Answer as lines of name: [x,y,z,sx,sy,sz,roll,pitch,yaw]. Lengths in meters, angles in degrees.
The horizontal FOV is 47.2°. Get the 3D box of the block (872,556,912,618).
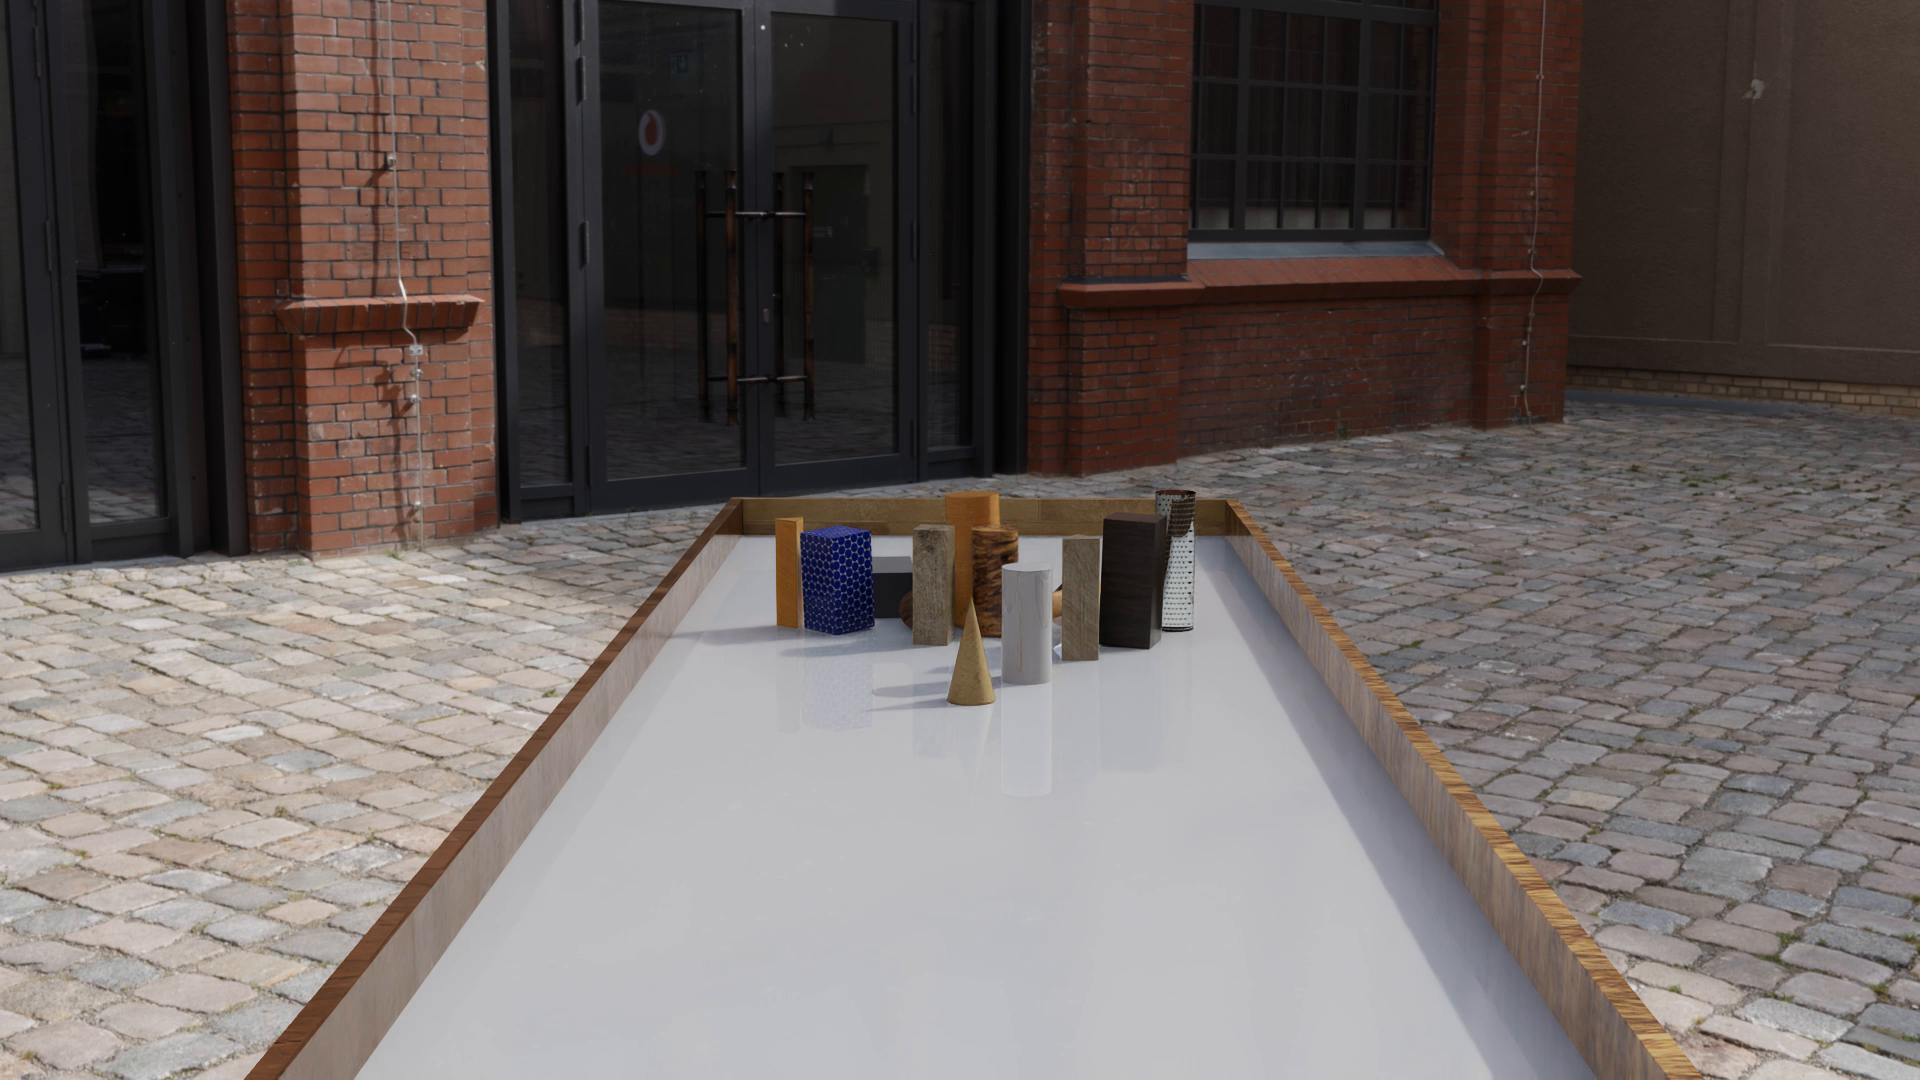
block: [-0.238,0.159,7.515,0.153,0.153,0.335,-1,9,-4]

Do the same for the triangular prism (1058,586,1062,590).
triangular prism: [0.363,0.184,7.514,0.115,0.099,0.435,2,9,12]

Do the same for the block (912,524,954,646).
block: [-0.082,0.142,6.946,0.111,0.366,0.111,2,9,12]

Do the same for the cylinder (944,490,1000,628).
cylinder: [0.049,0.061,7.232,0.178,0.427,0.178,-3,8,0]

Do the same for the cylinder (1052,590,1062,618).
cylinder: [0.365,0.224,7.173,0.133,0.133,0.333,8,12,42]

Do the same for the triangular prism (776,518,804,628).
triangular prism: [-0.542,0.105,7.217,0.093,0.354,0.080,7,12,39]

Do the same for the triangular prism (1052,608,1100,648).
triangular prism: [0.400,0.255,7.022,0.089,0.077,0.405,-42,-14,29]

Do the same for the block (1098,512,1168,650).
block: [0.544,0.126,6.924,0.165,0.399,0.165,5,10,17]

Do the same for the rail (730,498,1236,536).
rail: [0.099,-0.098,9.147,2.100,0.150,0.050,0,9,1]

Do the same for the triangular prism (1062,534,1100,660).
triangular prism: [0.364,0.174,6.715,0.112,0.375,0.097,0,9,-3]

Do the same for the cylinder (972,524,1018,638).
cylinder: [0.115,0.131,7.085,0.149,0.341,0.149,-1,9,0]

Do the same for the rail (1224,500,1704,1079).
rail: [1.046,0.843,3.208,0.050,0.150,12.000,0,9,1]

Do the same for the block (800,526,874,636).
block: [-0.399,0.129,7.155,0.163,0.317,0.163,-12,15,-42]

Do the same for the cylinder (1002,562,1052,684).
cylinder: [0.195,0.243,6.409,0.148,0.334,0.148,0,9,0]

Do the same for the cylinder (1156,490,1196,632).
cylinder: [0.698,0.067,7.156,0.131,0.448,0.131,0,9,0]

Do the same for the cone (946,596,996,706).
cone: [0.032,0.301,6.147,0.138,0.301,0.138,0,9,0]

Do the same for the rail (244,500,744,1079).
rail: [-1.004,0.839,3.234,0.050,0.150,12.000,0,9,1]

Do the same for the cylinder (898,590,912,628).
cylinder: [-0.094,0.203,7.295,0.136,0.136,0.323,2,9,14]
